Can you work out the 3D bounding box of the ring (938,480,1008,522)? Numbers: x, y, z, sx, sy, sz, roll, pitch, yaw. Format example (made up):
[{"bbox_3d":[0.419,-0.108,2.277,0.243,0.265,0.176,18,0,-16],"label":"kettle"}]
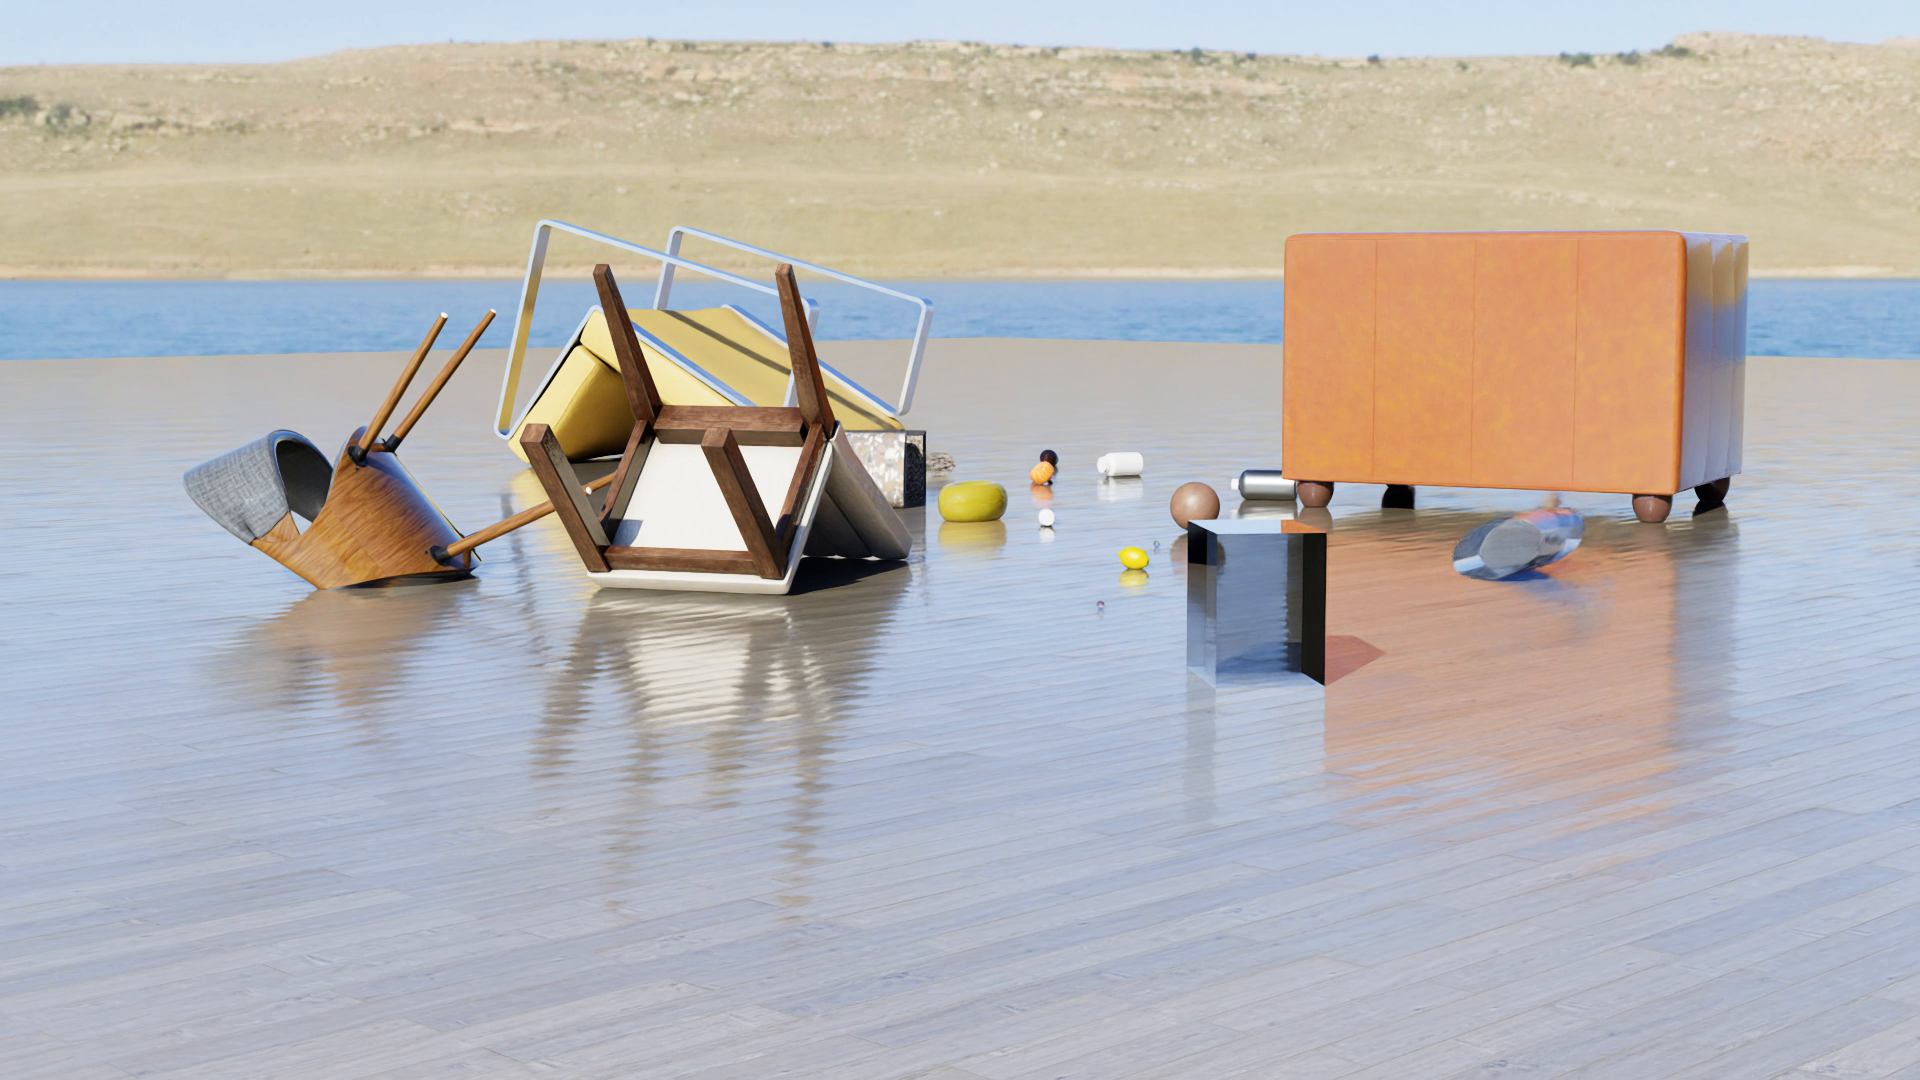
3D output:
[{"bbox_3d":[0.035,-0.104,6.938,0.170,0.101,0.226,3,8,35],"label":"ring"}]

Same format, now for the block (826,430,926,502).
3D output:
[{"bbox_3d":[-0.254,-0.221,7.606,0.298,0.194,0.274,0,6,1],"label":"block"}]

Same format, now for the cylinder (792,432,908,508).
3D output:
[{"bbox_3d":[-0.315,-0.201,7.346,0.316,0.171,0.263,0,42,2],"label":"cylinder"}]

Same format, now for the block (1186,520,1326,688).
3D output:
[{"bbox_3d":[0.484,0.101,4.215,0.178,0.249,0.232,-1,6,-7],"label":"block"}]

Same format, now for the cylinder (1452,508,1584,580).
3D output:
[{"bbox_3d":[1.232,0.008,5.650,0.214,0.122,0.269,-23,-8,32],"label":"cylinder"}]

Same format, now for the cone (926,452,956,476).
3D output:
[{"bbox_3d":[-0.072,-0.237,8.520,0.106,0.082,0.111,-1,-14,-3],"label":"cone"}]

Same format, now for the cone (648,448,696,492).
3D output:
[{"bbox_3d":[-0.922,-0.186,7.897,0.173,0.152,0.130,12,41,26],"label":"cone"}]
